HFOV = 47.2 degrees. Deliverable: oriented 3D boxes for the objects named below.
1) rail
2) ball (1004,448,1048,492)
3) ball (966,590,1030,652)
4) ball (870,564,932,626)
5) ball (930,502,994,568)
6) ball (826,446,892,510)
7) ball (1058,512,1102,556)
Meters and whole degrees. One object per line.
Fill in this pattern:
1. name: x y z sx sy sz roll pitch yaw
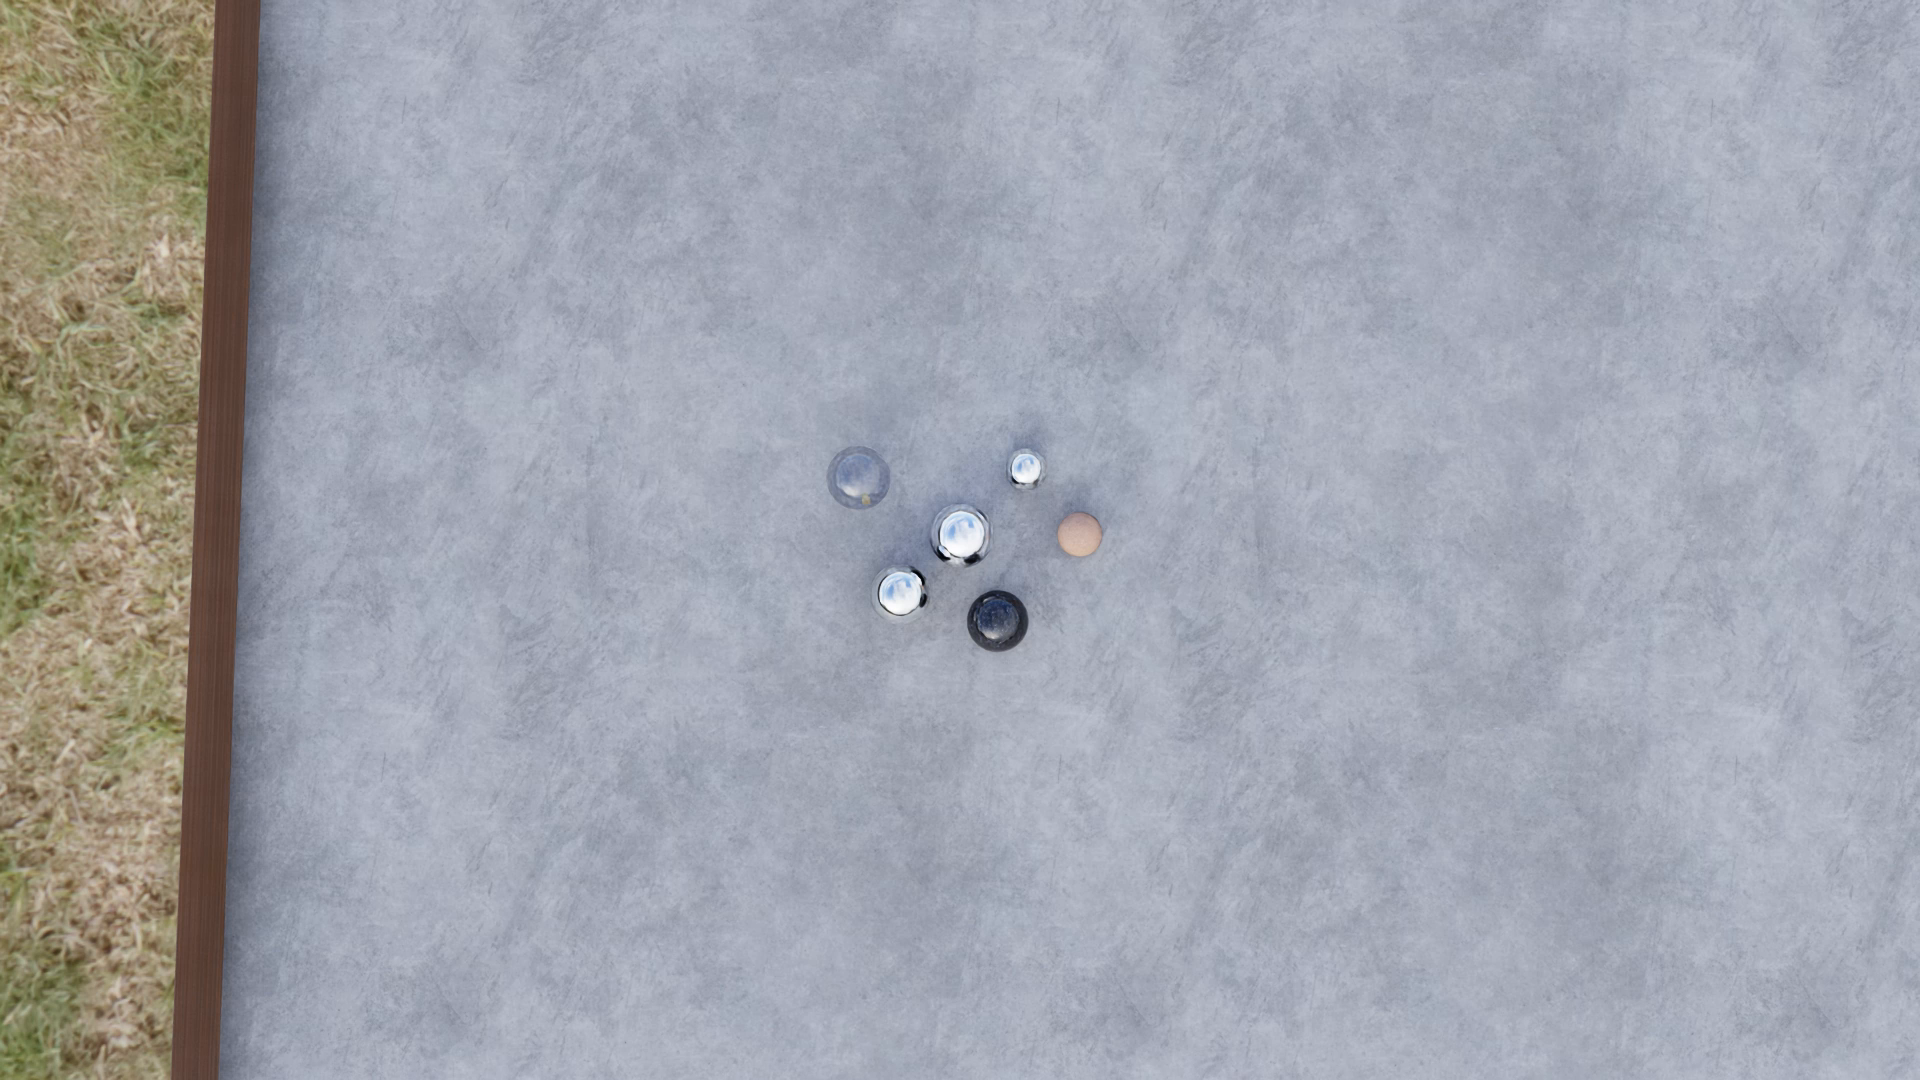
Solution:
1. rail: -1.080 -0.005 3.226 0.045 0.125 2.396 0 84 0
2. ball: 0.098 -0.105 3.269 0.064 0.064 0.064 0 84 0
3. ball: 0.056 0.119 3.230 0.092 0.092 0.092 0 84 0
4. ball: -0.088 0.080 3.235 0.090 0.090 0.090 0 84 0
5. ball: 0.003 -0.007 3.242 0.096 0.096 0.096 0 84 0
6. ball: -0.150 -0.092 3.251 0.097 0.097 0.097 0 84 0
7. ball: 0.177 -0.008 3.256 0.067 0.067 0.067 0 84 0
